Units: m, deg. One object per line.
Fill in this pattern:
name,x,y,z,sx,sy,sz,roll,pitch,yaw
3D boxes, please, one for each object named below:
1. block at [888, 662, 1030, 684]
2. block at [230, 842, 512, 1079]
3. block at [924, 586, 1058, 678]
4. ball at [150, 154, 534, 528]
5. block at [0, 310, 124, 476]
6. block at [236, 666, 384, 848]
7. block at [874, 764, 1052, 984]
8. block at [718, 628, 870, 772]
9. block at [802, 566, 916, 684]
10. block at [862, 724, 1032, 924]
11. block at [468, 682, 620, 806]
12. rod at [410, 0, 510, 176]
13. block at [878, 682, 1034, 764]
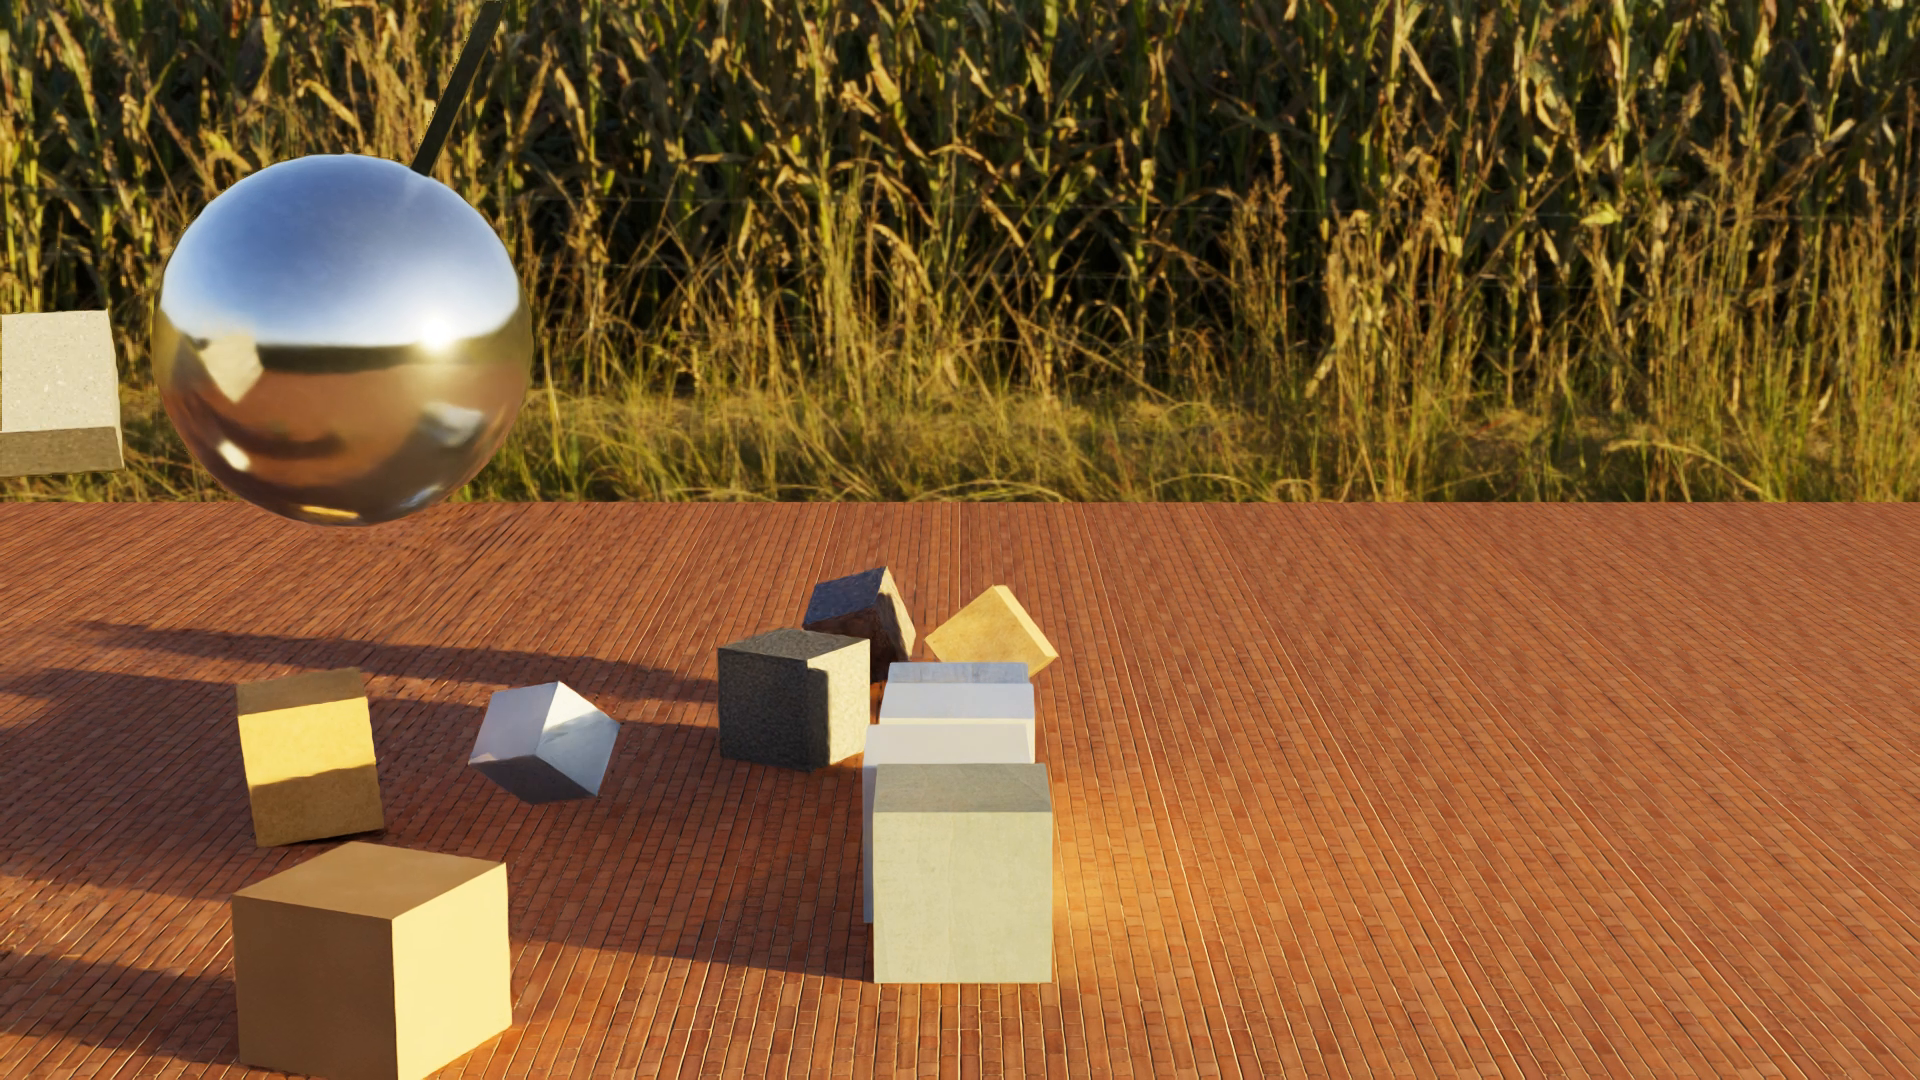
block,-0.007,0.977,12.448,0.683,0.623,0.726,0,10,0
block,-2.134,1.536,9.353,0.690,0.631,0.704,4,11,23
block,0.178,0.594,14.164,0.478,0.489,0.467,-38,-8,7
ball,-2.643,-0.854,11.025,1.600,1.600,1.600,0,10,0
block,-3.544,-0.563,9.937,0.521,0.473,0.519,-4,-16,-16
block,-3.063,1.014,12.082,0.576,0.633,0.646,-8,12,-15
block,0.009,1.329,10.325,0.694,0.692,0.717,0,10,0
block,-0.861,0.826,13.382,0.558,0.588,0.581,6,12,31
block,-0.572,0.513,14.655,0.445,0.475,0.457,-15,26,16
block,-0.057,1.209,11.045,0.702,0.669,0.731,0,10,-1
block,-1.989,0.978,12.293,0.468,0.390,0.432,-11,-38,37
rod,-1.145,-3.857,10.479,0.080,5.200,0.080,26,9,-5
block,-0.008,1.070,11.751,0.690,0.690,0.665,0,10,1
